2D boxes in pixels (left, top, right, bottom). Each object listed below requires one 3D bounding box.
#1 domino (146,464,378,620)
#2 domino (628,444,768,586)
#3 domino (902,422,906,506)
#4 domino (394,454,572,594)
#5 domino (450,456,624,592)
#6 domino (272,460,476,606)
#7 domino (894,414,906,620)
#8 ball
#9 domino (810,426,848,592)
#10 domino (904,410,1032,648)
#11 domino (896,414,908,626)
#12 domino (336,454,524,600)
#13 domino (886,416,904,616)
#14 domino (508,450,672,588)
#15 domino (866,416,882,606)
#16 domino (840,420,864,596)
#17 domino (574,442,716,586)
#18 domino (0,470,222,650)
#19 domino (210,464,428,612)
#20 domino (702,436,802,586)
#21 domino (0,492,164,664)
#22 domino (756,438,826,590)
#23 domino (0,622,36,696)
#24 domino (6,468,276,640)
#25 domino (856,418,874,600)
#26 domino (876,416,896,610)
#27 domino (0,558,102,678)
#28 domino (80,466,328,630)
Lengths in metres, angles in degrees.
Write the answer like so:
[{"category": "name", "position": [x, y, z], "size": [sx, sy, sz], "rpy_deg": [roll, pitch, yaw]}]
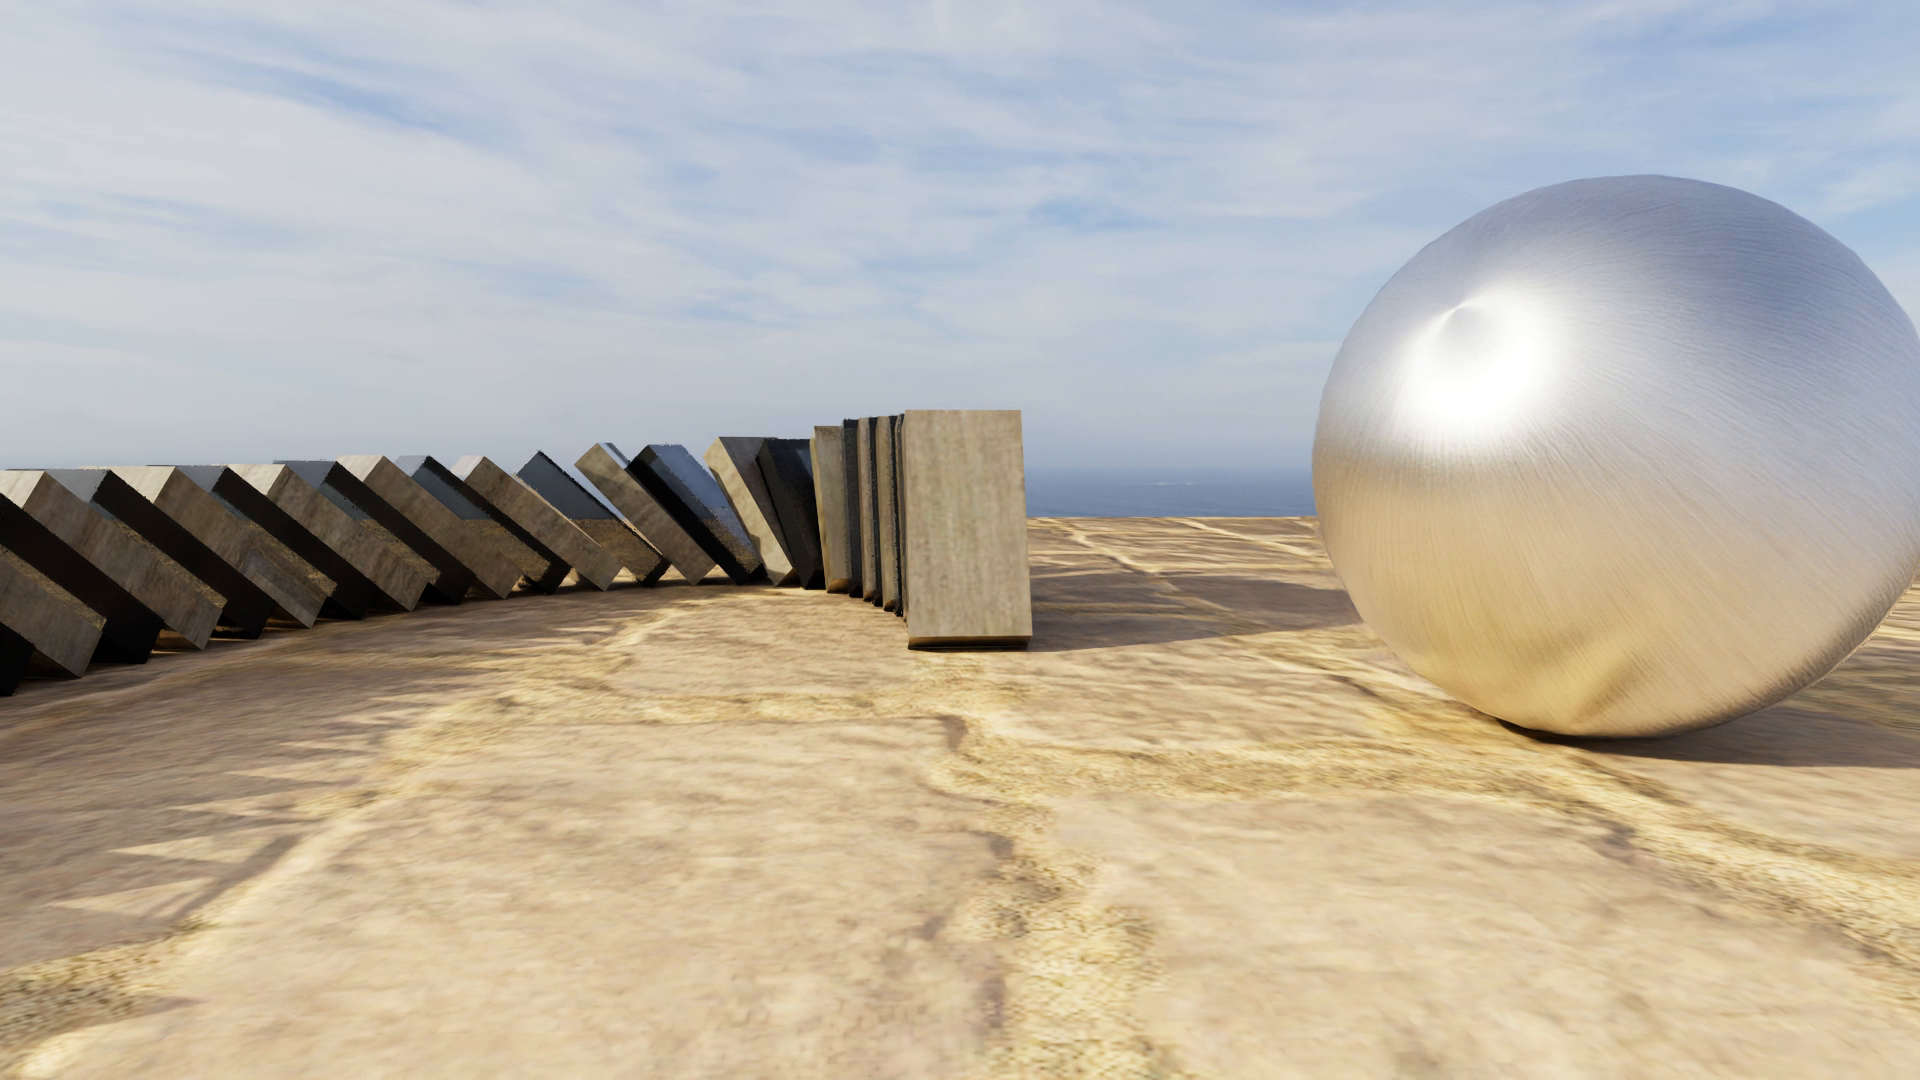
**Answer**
[{"category": "domino", "position": [-0.163, 0.001, 0.297], "size": [0.025, 0.009, 0.050], "rpy_deg": [2, -33, 22]}, {"category": "domino", "position": [-0.078, -0.008, 0.398], "size": [0.010, 0.050, 0.025], "rpy_deg": [-45, -5, 11]}, {"category": "domino", "position": [0.001, -0.004, 0.294], "size": [0.025, 0.050, 0.009], "rpy_deg": [-1, -19, -9]}, {"category": "domino", "position": [-0.135, -0.004, 0.359], "size": [0.025, 0.010, 0.050], "rpy_deg": [4, -34, 50]}, {"category": "domino", "position": [-0.123, -0.005, 0.370], "size": [0.050, 0.009, 0.025], "rpy_deg": [44, -20, -29]}, {"category": "domino", "position": [-0.151, -0.001, 0.329], "size": [0.025, 0.010, 0.050], "rpy_deg": [3, -33, 31]}, {"category": "domino", "position": [-0.002, -0.006, 0.314], "size": [0.025, 0.050, 0.009], "rpy_deg": [-1, -19, -9]}, {"category": "ball", "position": [0.092, -0.011, 0.185], "size": [0.080, 0.080, 0.080], "rpy_deg": [0, 4, 0]}, {"category": "domino", "position": [-0.029, -0.010, 0.377], "size": [0.025, 0.050, 0.010], "rpy_deg": [-1, -26, -17]}, {"category": "domino", "position": [0.001, -0.003, 0.272], "size": [0.025, 0.050, 0.010], "rpy_deg": [0, -18, -5]}, {"category": "domino", "position": [-0.001, -0.005, 0.304], "size": [0.025, 0.050, 0.009], "rpy_deg": [-1, -19, -9]}, {"category": "domino", "position": [-0.144, -0.003, 0.345], "size": [0.025, 0.010, 0.050], "rpy_deg": [3, -35, 40]}, {"category": "domino", "position": [-0.005, -0.007, 0.324], "size": [0.025, 0.050, 0.010], "rpy_deg": [-1, -19, -9]}, {"category": "domino", "position": [-0.110, -0.006, 0.382], "size": [0.050, 0.010, 0.025], "rpy_deg": [44, -14, -20]}, {"category": "domino", "position": [-0.011, -0.008, 0.344], "size": [0.025, 0.050, 0.009], "rpy_deg": [-1, -19, -9]}, {"category": "domino", "position": [-0.020, -0.010, 0.364], "size": [0.025, 0.050, 0.010], "rpy_deg": [-1, -20, -11]}, {"category": "domino", "position": [-0.094, -0.008, 0.393], "size": [0.009, 0.050, 0.025], "rpy_deg": [-44, 7, -1]}, {"category": "domino", "position": [-0.172, 0.005, 0.249], "size": [0.025, 0.010, 0.050], "rpy_deg": [1, -33, 11]}, {"category": "domino", "position": [-0.157, 0.000, 0.313], "size": [0.025, 0.010, 0.050], "rpy_deg": [2, -32, 25]}, {"category": "domino", "position": [-0.057, -0.010, 0.398], "size": [0.025, 0.050, 0.009], "rpy_deg": [-6, -32, -52]}, {"category": "domino", "position": [-0.172, 0.007, 0.232], "size": [0.025, 0.010, 0.050], "rpy_deg": [0, -32, 6]}, {"category": "domino", "position": [-0.042, -0.009, 0.390], "size": [0.025, 0.050, 0.010], "rpy_deg": [-3, -36, -33]}, {"category": "domino", "position": [-0.174, 0.009, 0.199], "size": [0.025, 0.009, 0.050], "rpy_deg": [0, -32, 4]}, {"category": "domino", "position": [-0.170, 0.004, 0.265], "size": [0.025, 0.010, 0.050], "rpy_deg": [1, -33, 15]}, {"category": "domino", "position": [-0.015, -0.009, 0.354], "size": [0.025, 0.050, 0.009], "rpy_deg": [-1, -19, -9]}, {"category": "domino", "position": [-0.008, -0.007, 0.334], "size": [0.025, 0.050, 0.010], "rpy_deg": [-1, -19, -9]}, {"category": "domino", "position": [-0.174, 0.008, 0.215], "size": [0.025, 0.009, 0.050], "rpy_deg": [0, -32, 6]}, {"category": "domino", "position": [-0.166, 0.003, 0.281], "size": [0.025, 0.009, 0.050], "rpy_deg": [1, -33, 16]}]
